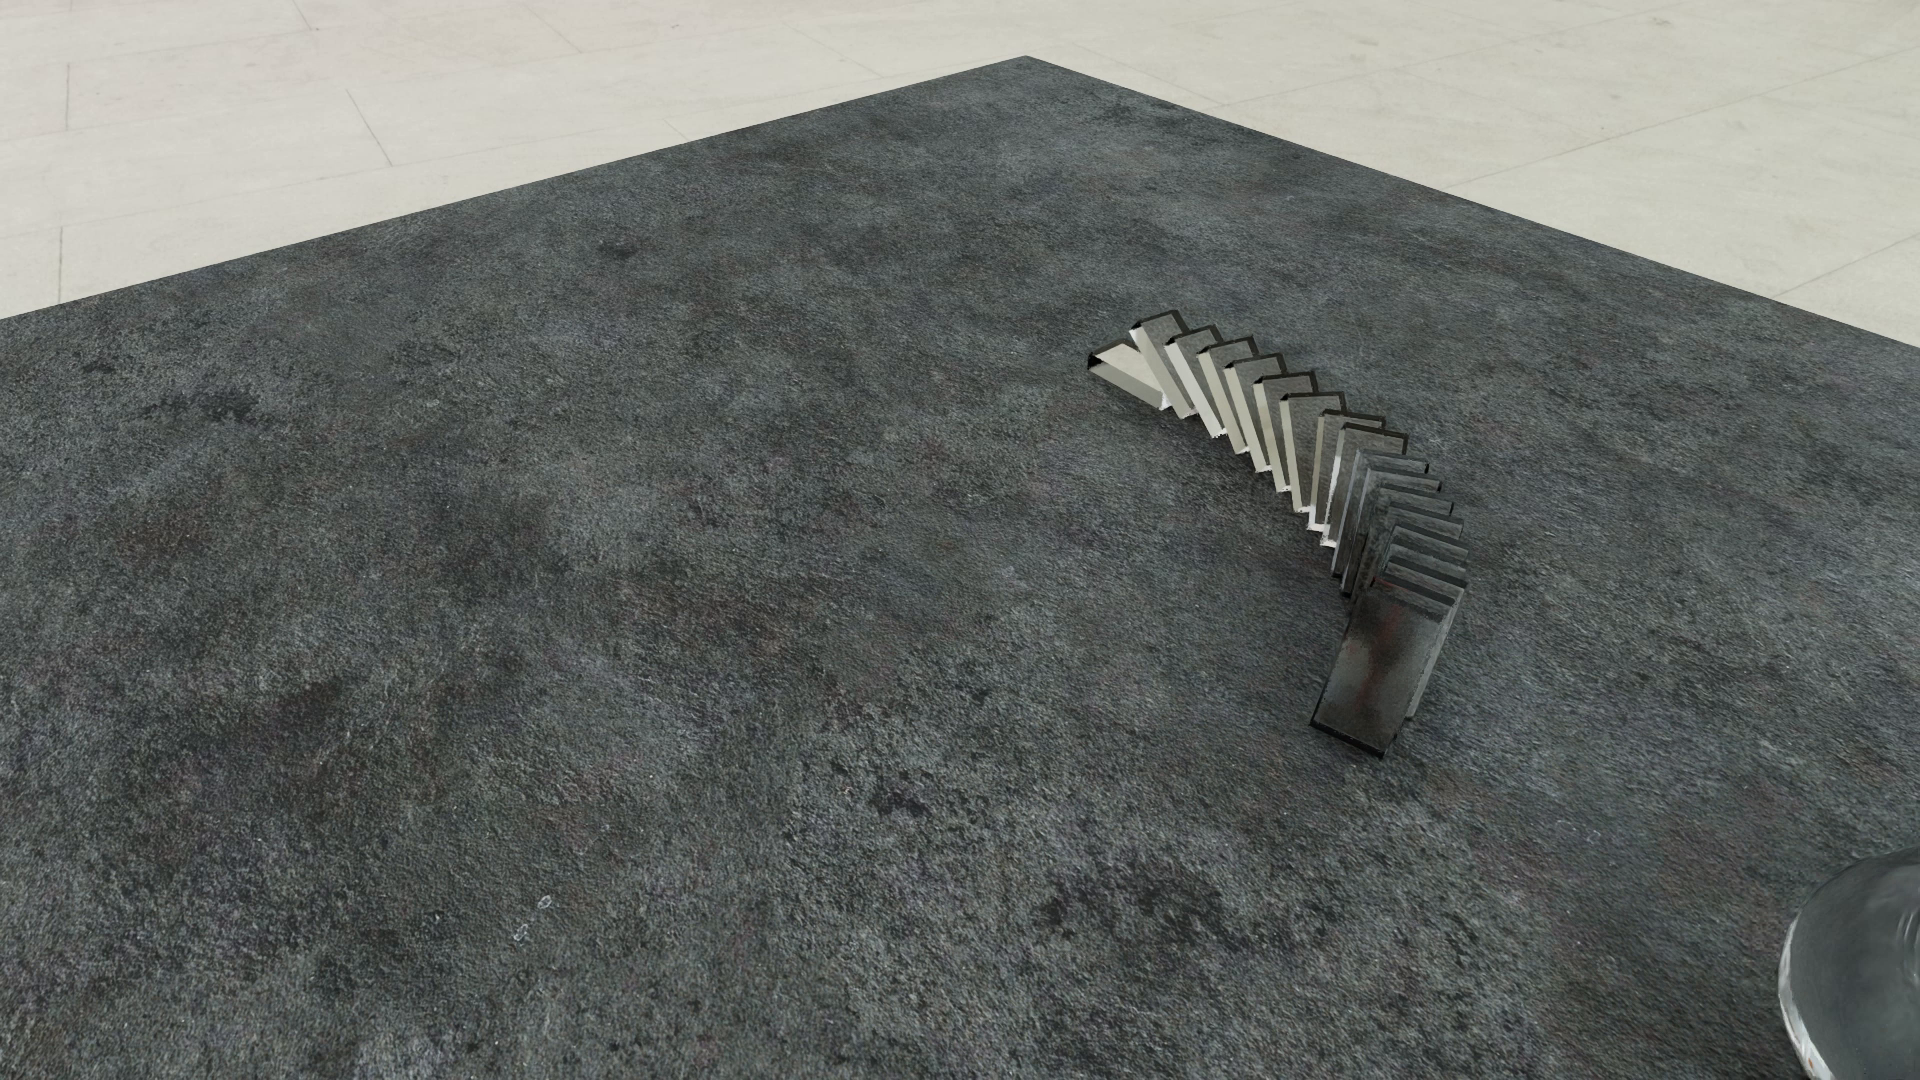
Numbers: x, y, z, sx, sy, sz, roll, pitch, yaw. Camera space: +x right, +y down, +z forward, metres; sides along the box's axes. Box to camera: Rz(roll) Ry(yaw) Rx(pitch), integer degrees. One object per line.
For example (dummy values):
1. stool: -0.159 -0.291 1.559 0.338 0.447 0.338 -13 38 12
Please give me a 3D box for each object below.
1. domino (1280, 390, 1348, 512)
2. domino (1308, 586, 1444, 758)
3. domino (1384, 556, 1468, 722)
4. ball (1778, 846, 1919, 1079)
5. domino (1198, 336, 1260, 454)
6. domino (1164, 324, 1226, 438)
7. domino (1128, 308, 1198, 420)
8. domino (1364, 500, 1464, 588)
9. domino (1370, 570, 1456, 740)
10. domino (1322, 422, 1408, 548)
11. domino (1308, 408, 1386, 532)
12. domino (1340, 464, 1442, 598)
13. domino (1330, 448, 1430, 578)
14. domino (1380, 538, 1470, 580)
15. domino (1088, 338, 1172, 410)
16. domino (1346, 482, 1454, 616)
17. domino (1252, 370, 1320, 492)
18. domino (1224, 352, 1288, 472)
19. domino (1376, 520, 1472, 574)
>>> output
1. domino: 0.152 -0.038 0.466 0.025 0.009 0.050 -3 77 -4
2. domino: 0.135 0.043 0.359 0.025 0.050 0.009 24 24 27
3. domino: 0.149 0.033 0.371 0.025 0.050 0.010 23 23 25
4. ball: 0.237 0.111 0.252 0.080 0.080 0.080 0 39 0
5. domino: 0.130 -0.066 0.502 0.025 0.010 0.050 -15 79 -18
6. domino: 0.118 -0.075 0.514 0.025 0.010 0.050 -20 77 -22
7. domino: 0.104 -0.084 0.525 0.025 0.010 0.050 -22 78 -28
8. domino: 0.160 0.014 0.395 0.025 0.050 0.010 18 21 20
9. domino: 0.142 0.038 0.365 0.025 0.050 0.009 24 24 27
10. domino: 0.163 -0.020 0.442 0.025 0.009 0.050 12 77 5
11. domino: 0.160 -0.028 0.454 0.025 0.009 0.050 9 77 4
12. domino: 0.161 -0.001 0.413 0.025 0.050 0.010 11 19 13
13. domino: 0.160 -0.008 0.421 0.025 0.050 0.009 10 19 12
14. domino: 0.153 0.027 0.378 0.025 0.050 0.009 23 23 25
15. domino: 0.090 -0.083 0.545 0.025 0.010 0.050 -28 47 -30
16. domino: 0.161 0.006 0.404 0.025 0.050 0.010 14 20 16
17. domino: 0.146 -0.047 0.479 0.025 0.009 0.050 -7 77 -9
18. domino: 0.138 -0.057 0.491 0.025 0.010 0.050 -12 78 -14
19. domino: 0.157 0.021 0.386 0.025 0.050 0.010 23 23 25
